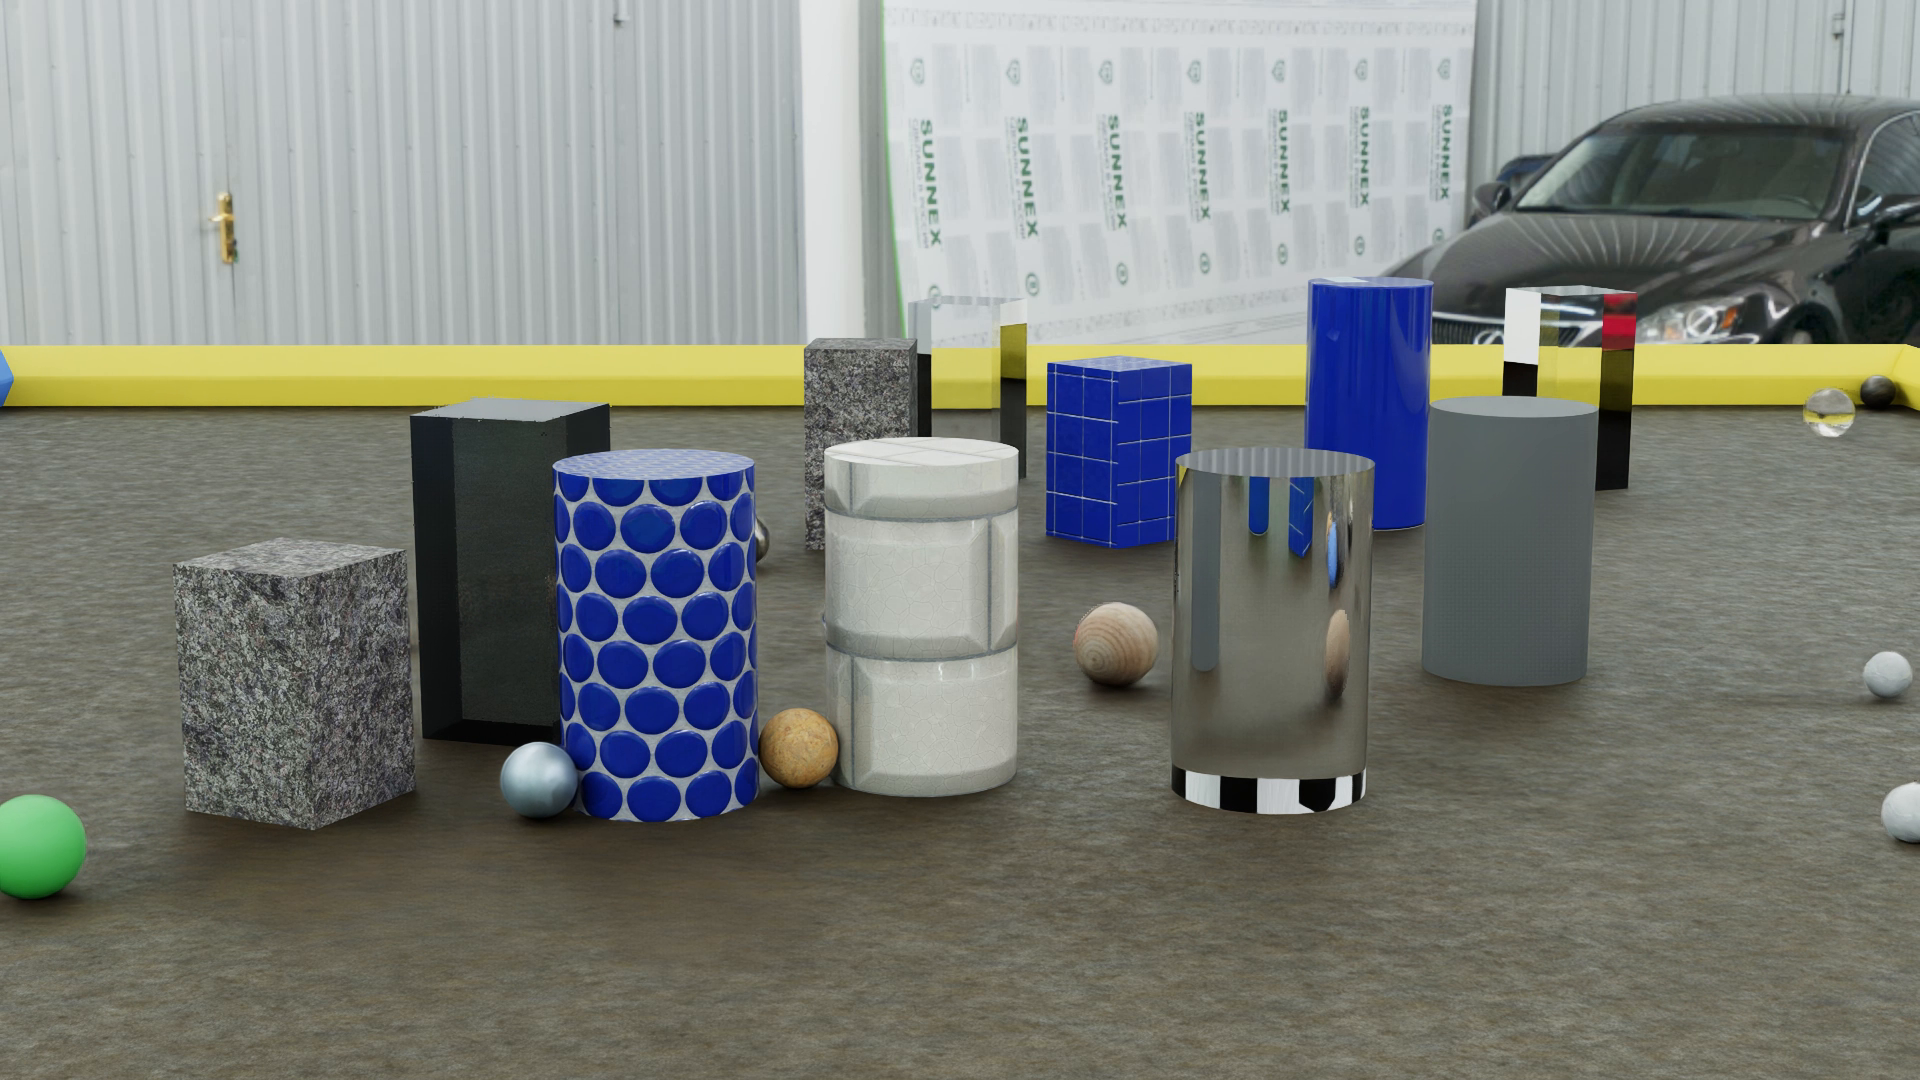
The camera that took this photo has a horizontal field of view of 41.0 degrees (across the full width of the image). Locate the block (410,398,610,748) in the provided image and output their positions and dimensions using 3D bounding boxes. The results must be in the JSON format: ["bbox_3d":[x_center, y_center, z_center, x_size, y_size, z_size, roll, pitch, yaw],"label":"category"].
[{"bbox_3d":[-0.489,0.033,2.830,0.159,0.357,0.159,3,11,18],"label":"block"}]

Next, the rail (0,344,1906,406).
[{"bbox_3d":[-0.012,-0.353,5.538,4.128,0.129,0.045,0,10,0],"label":"rail"}]

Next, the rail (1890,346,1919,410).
[{"bbox_3d":[2.040,0.031,3.460,0.045,0.129,4.296,0,10,0],"label":"rail"}]

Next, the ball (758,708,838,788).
[{"bbox_3d":[-0.165,0.212,2.615,0.082,0.082,0.082,0,10,0],"label":"ball"}]

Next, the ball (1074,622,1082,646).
[{"bbox_3d":[0.175,0.123,3.128,0.070,0.070,0.070,0,10,0],"label":"ball"}]

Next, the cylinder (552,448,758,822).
[{"bbox_3d":[-0.303,0.091,2.569,0.199,0.338,0.199,0,10,0],"label":"cylinder"}]

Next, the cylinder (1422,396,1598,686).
[{"bbox_3d":[0.666,-0.002,3.116,0.199,0.322,0.199,0,10,0],"label":"cylinder"}]

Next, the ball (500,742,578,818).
[{"bbox_3d":[-0.412,0.235,2.511,0.075,0.075,0.075,0,10,0],"label":"ball"}]

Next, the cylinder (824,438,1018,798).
[{"bbox_3d":[-0.040,0.075,2.654,0.199,0.338,0.199,0,10,0],"label":"cylinder"}]

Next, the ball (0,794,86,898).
[{"bbox_3d":[-0.821,0.271,2.270,0.092,0.092,0.092,0,10,0],"label":"ball"}]

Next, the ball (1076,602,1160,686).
[{"bbox_3d":[0.187,0.124,3.044,0.099,0.099,0.099,0,10,0],"label":"ball"}]

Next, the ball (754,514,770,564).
[{"bbox_3d":[-0.321,0.000,3.761,0.084,0.084,0.084,0,10,0],"label":"ball"}]

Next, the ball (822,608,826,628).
[{"bbox_3d":[-0.159,0.101,3.329,0.042,0.042,0.042,0,10,0],"label":"ball"}]

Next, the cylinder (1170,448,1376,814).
[{"bbox_3d":[0.315,0.087,2.595,0.199,0.336,0.199,0,10,0],"label":"cylinder"}]

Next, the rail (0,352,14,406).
[{"bbox_3d":[-2.040,0.035,3.437,0.045,0.129,4.296,0,10,0],"label":"rail"}]

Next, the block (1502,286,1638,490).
[{"bbox_3d":[1.061,-0.265,4.484,0.159,0.341,0.159,-4,11,-22],"label":"block"}]

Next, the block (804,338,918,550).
[{"bbox_3d":[-0.151,-0.150,3.956,0.159,0.307,0.159,1,11,4],"label":"block"}]

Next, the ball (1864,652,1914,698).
[{"bbox_3d":[1.081,0.157,2.988,0.054,0.054,0.054,0,10,0],"label":"ball"}]

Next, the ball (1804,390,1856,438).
[{"bbox_3d":[1.723,-0.251,5.083,0.096,0.096,0.096,0,10,0],"label":"ball"}]

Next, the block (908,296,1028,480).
[{"bbox_3d":[0.014,-0.262,4.526,0.159,0.320,0.159,5,11,24],"label":"block"}]

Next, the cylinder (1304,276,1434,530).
[{"bbox_3d":[0.655,-0.222,4.128,0.199,0.386,0.199,0,10,0],"label":"cylinder"}]

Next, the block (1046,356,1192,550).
[{"bbox_3d":[0.247,-0.140,3.999,0.159,0.272,0.159,-9,14,-40],"label":"block"}]

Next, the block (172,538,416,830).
[{"bbox_3d":[-0.660,0.139,2.556,0.159,0.248,0.159,5,12,25],"label":"block"}]

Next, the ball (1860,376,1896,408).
[{"bbox_3d":[1.970,-0.318,5.505,0.070,0.070,0.070,0,10,0],"label":"ball"}]

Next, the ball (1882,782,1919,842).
[{"bbox_3d":[0.904,0.259,2.435,0.056,0.056,0.056,0,10,0],"label":"ball"}]
